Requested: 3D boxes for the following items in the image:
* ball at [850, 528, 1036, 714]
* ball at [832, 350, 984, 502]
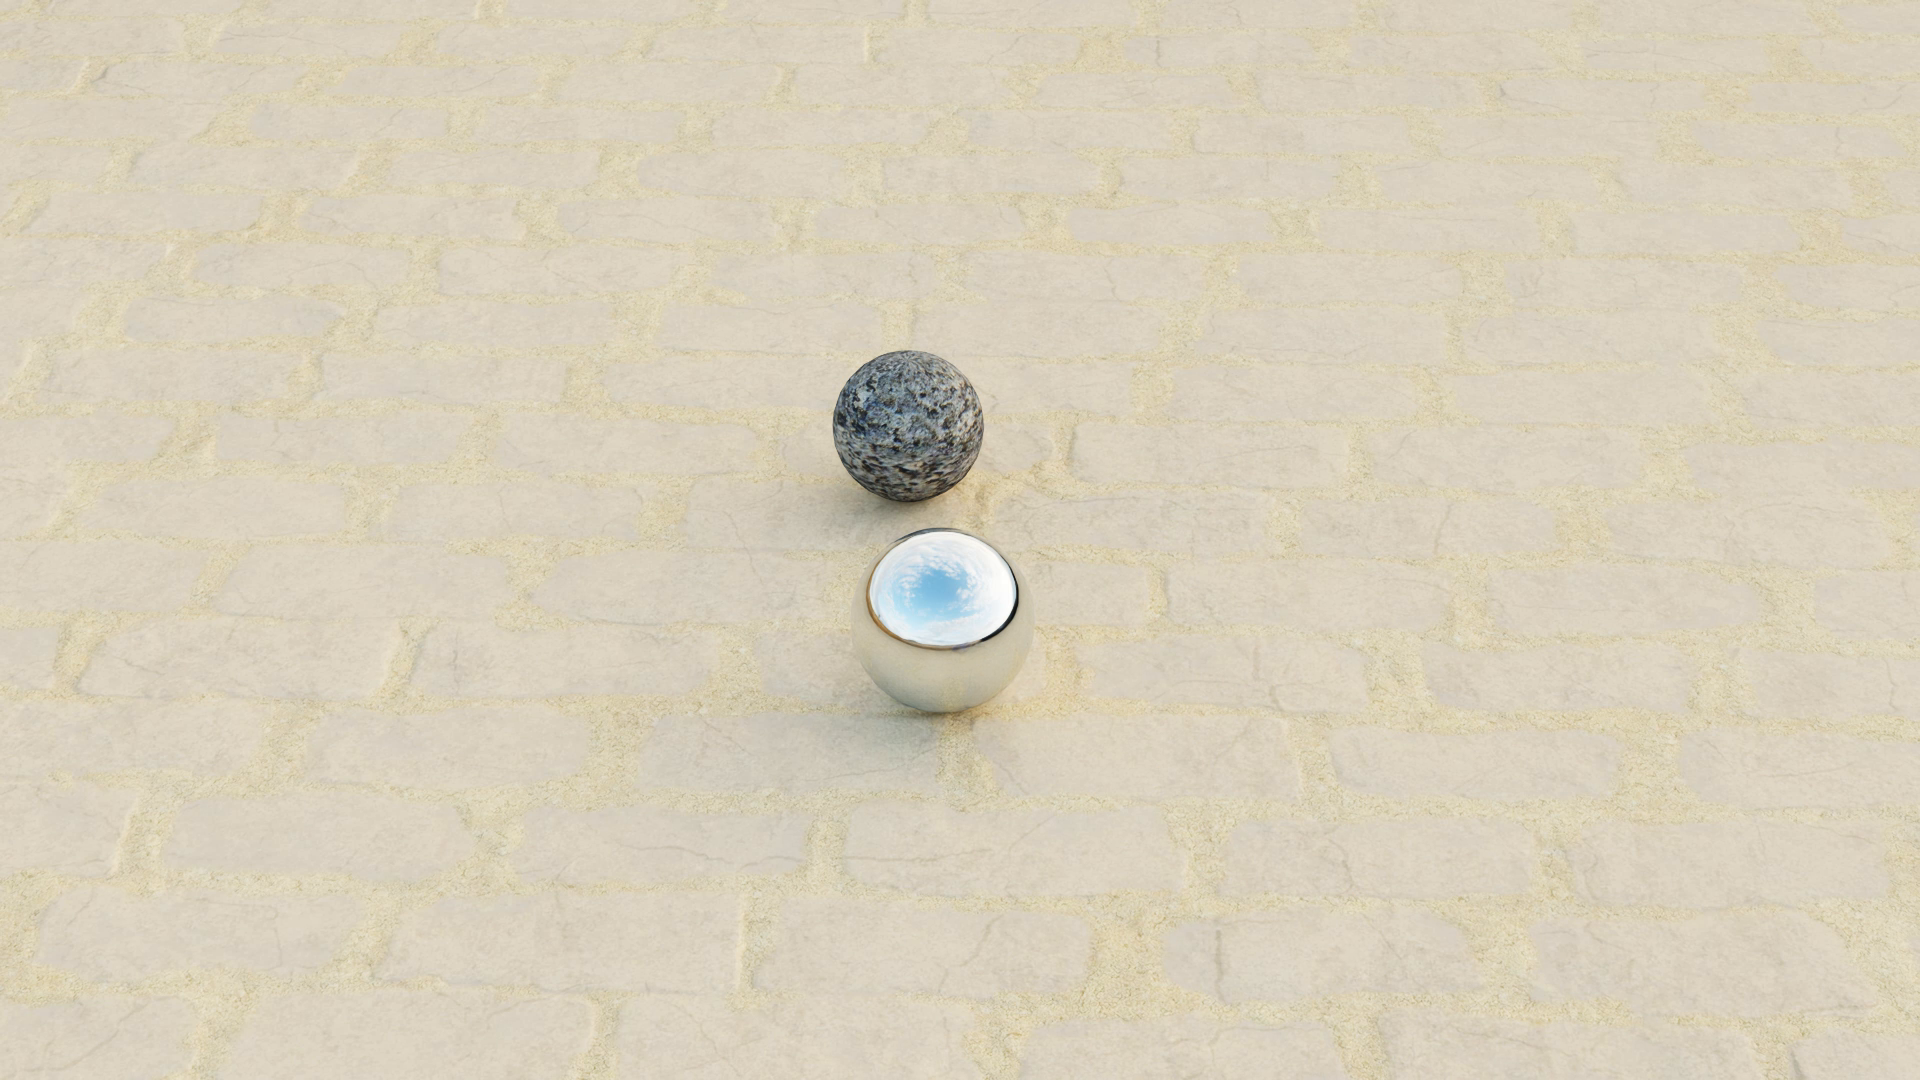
[{"bbox_3d":[-0.009,0.039,1.450,0.092,0.092,0.092,0,33,0],"label":"ball"},{"bbox_3d":[-0.028,-0.063,1.615,0.083,0.083,0.083,0,33,0],"label":"ball"}]
